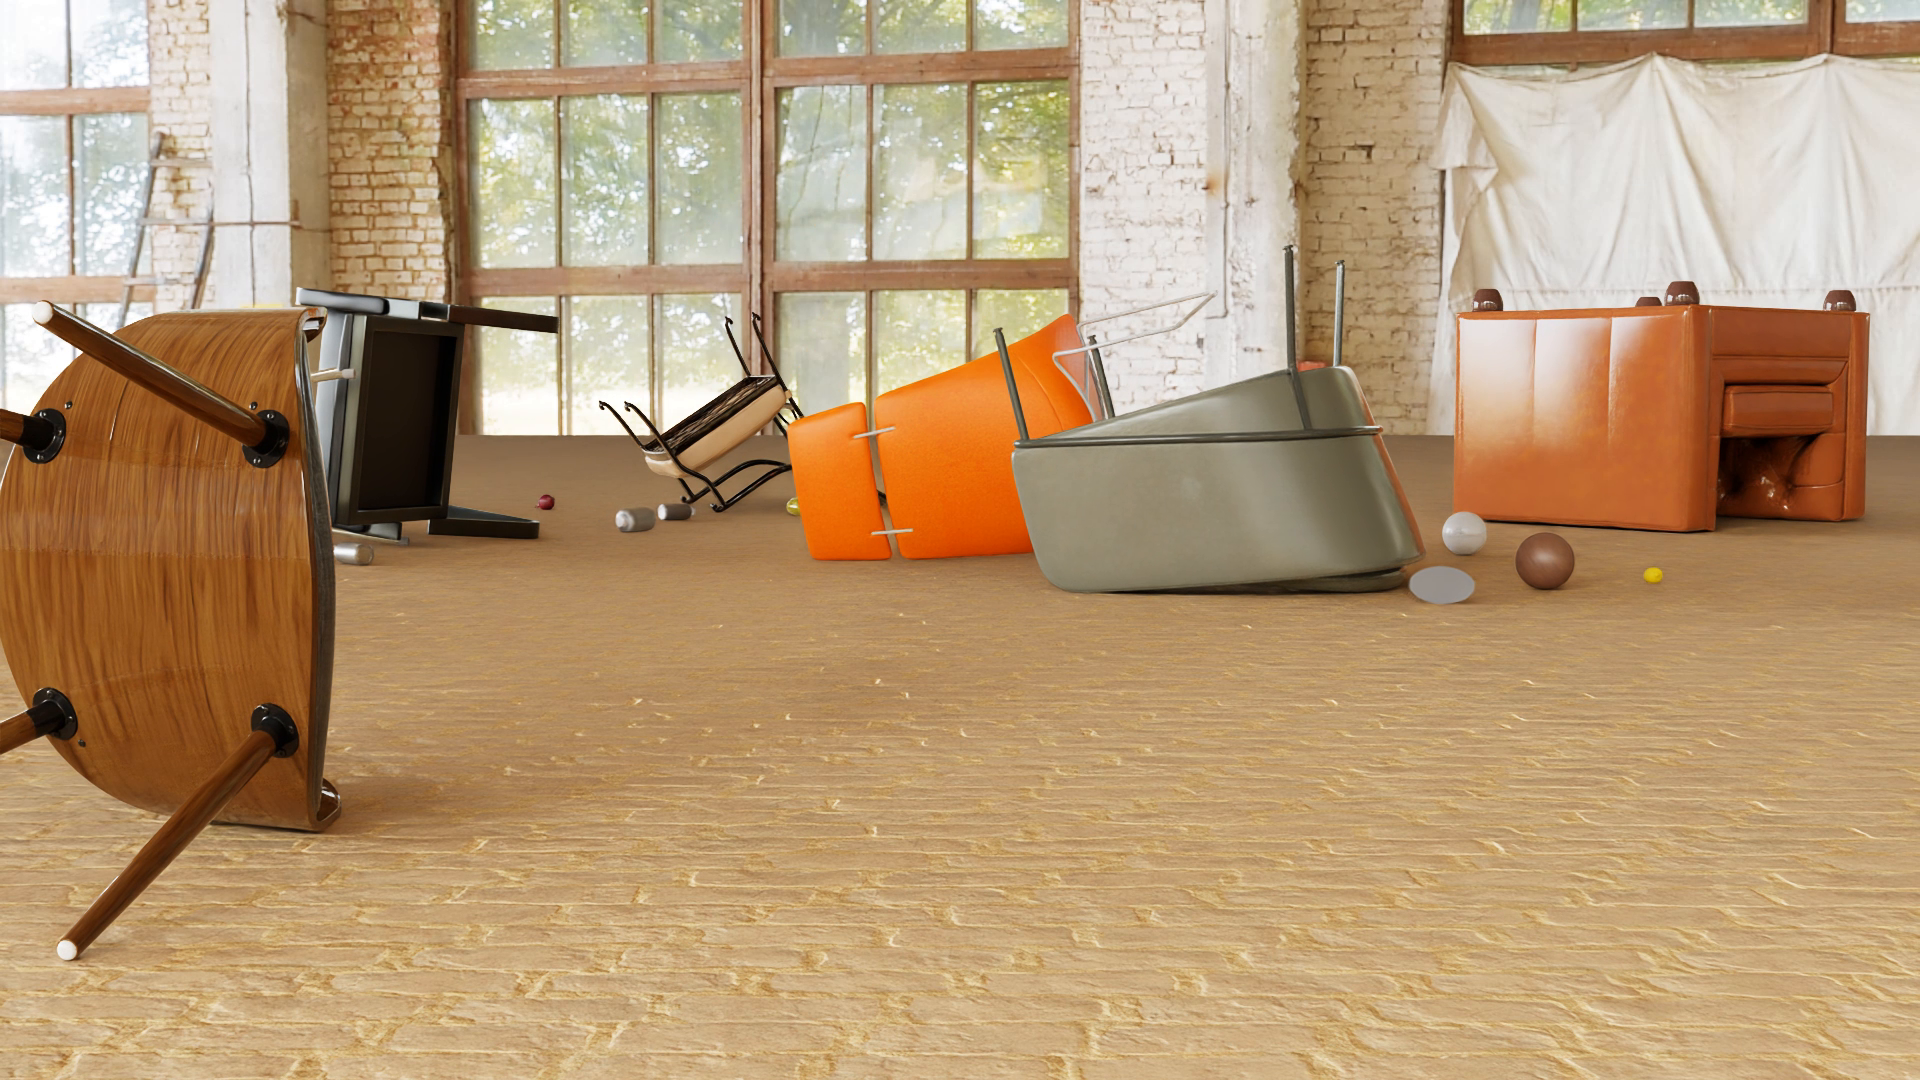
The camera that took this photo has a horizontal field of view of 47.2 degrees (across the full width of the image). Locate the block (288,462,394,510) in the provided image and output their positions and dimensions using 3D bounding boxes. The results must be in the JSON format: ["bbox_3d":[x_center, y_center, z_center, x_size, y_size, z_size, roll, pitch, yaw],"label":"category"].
[{"bbox_3d":[-2.352,-0.206,8.367,0.289,0.162,0.261,2,5,31],"label":"block"}]

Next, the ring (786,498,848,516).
[{"bbox_3d":[-0.509,-0.118,7.819,0.216,0.062,0.261,1,3,5],"label":"ring"}]

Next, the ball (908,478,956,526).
[{"bbox_3d":[-0.091,-0.122,7.186,0.157,0.157,0.157,0,4,0],"label":"ball"}]

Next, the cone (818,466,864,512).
[{"bbox_3d":[-0.455,-0.192,8.090,0.215,0.171,0.133,2,4,23],"label":"cone"}]

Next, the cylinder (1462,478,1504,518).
[{"bbox_3d":[1.818,-0.145,7.652,0.090,0.153,0.084,-3,36,-39],"label":"cylinder"}]

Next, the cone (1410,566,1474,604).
[{"bbox_3d":[1.021,0.111,4.649,0.135,0.085,0.086,3,-22,17],"label":"cone"}]

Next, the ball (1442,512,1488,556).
[{"bbox_3d":[1.362,-0.018,5.934,0.119,0.119,0.119,0,4,0],"label":"ball"}]
